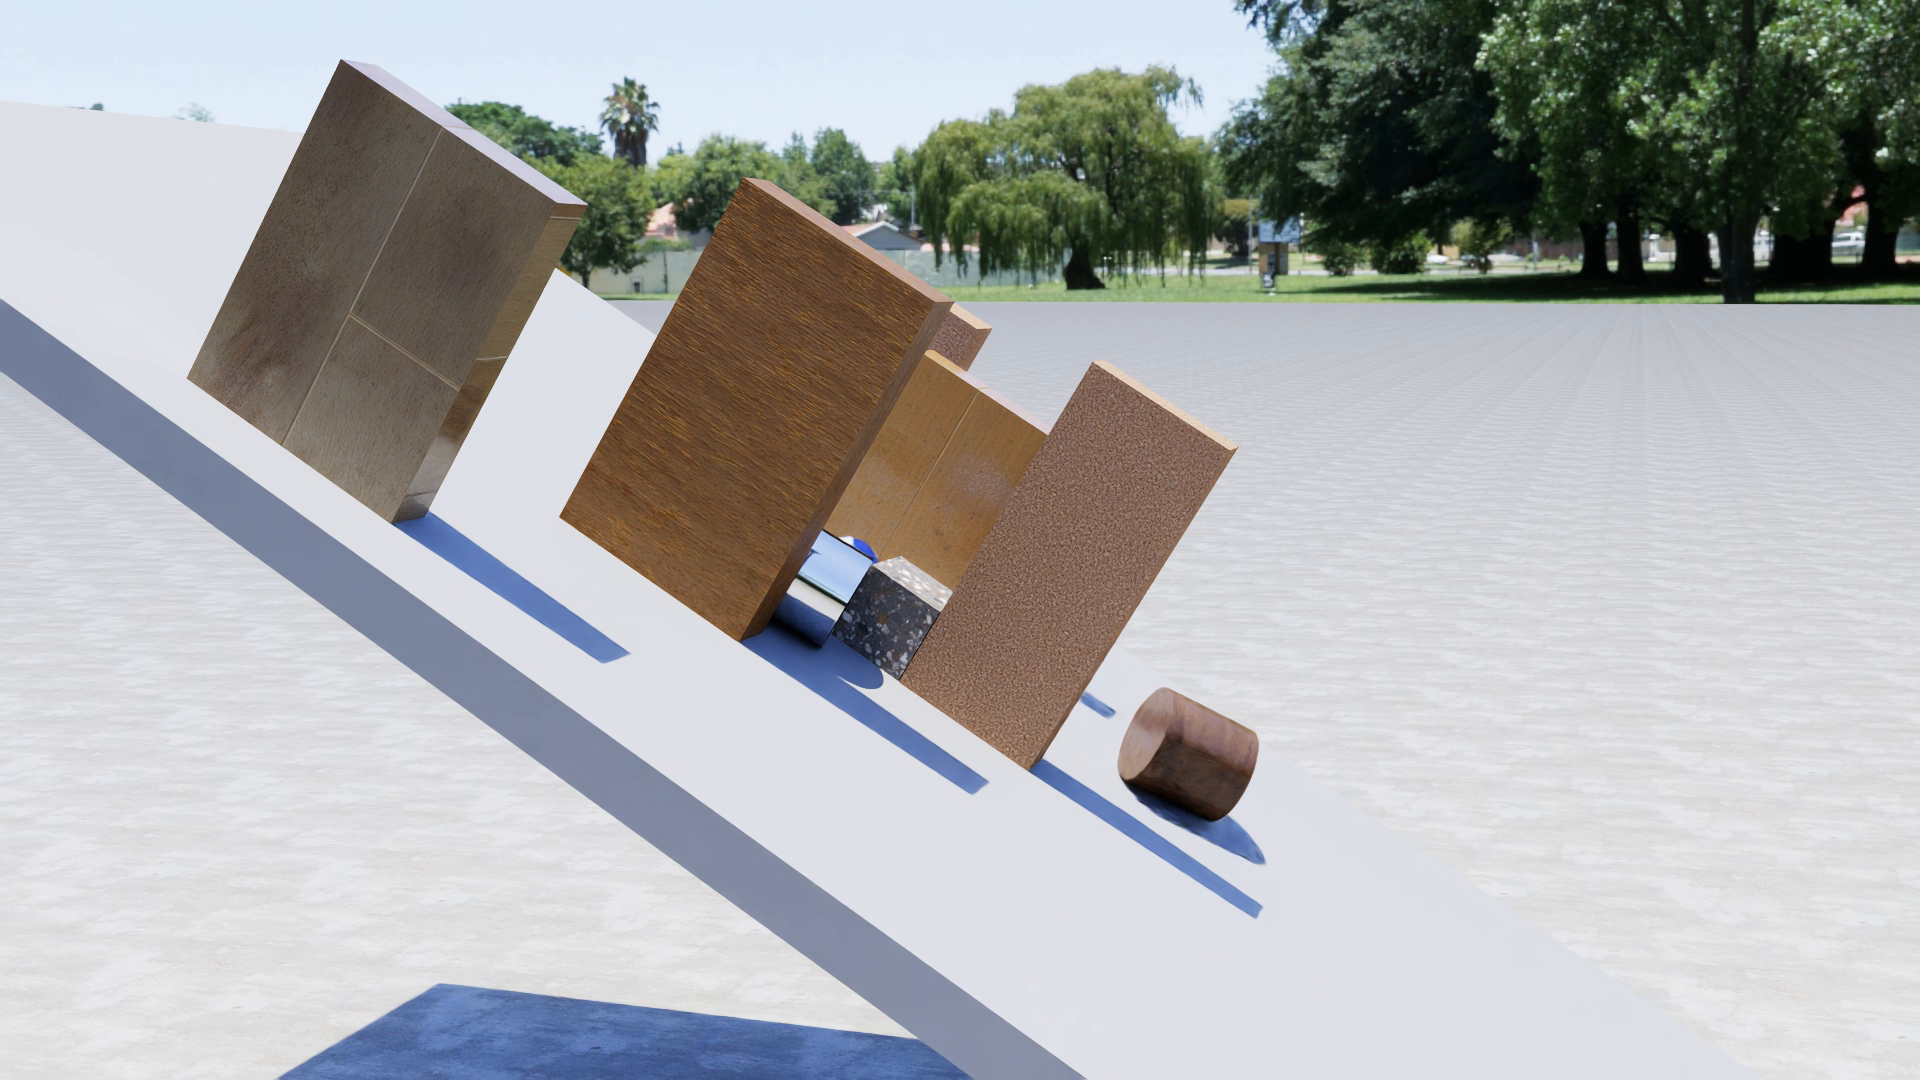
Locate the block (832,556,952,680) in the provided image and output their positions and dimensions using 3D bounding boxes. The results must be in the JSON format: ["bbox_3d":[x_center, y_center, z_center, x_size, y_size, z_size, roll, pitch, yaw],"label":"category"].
[{"bbox_3d":[-0.113,0.144,4.090,0.154,0.154,0.154,34,15,13],"label":"block"}]

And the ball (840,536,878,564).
[{"bbox_3d":[-0.219,0.064,4.169,0.140,0.140,0.140,0,7,0],"label":"ball"}]

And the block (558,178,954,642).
[{"bbox_3d":[-0.355,-0.221,3.767,0.394,0.681,0.108,34,15,11],"label":"block"}]

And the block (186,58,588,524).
[{"bbox_3d":[-0.901,-0.386,3.439,0.424,0.576,0.102,34,15,11],"label":"block"}]

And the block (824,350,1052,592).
[{"bbox_3d":[-0.004,-0.095,4.536,0.424,0.432,0.087,34,15,11],"label":"block"}]

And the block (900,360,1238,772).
[{"bbox_3d":[0.189,0.048,3.944,0.287,0.689,0.088,34,15,11],"label":"block"}]

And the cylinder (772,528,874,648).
[{"bbox_3d":[-0.281,0.066,3.952,0.186,0.186,0.186,31,8,-1],"label":"cylinder"}]

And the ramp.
[{"bbox_3d":[-0.159,0.262,4.115,4.000,0.100,2.000,34,15,11],"label":"ramp"}]

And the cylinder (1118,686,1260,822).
[{"bbox_3d":[0.437,0.411,4.220,0.195,0.195,0.195,27,0,-15],"label":"cylinder"}]

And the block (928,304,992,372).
[{"bbox_3d":[-0.176,-0.331,4.858,0.268,0.487,0.119,34,15,11],"label":"block"}]
